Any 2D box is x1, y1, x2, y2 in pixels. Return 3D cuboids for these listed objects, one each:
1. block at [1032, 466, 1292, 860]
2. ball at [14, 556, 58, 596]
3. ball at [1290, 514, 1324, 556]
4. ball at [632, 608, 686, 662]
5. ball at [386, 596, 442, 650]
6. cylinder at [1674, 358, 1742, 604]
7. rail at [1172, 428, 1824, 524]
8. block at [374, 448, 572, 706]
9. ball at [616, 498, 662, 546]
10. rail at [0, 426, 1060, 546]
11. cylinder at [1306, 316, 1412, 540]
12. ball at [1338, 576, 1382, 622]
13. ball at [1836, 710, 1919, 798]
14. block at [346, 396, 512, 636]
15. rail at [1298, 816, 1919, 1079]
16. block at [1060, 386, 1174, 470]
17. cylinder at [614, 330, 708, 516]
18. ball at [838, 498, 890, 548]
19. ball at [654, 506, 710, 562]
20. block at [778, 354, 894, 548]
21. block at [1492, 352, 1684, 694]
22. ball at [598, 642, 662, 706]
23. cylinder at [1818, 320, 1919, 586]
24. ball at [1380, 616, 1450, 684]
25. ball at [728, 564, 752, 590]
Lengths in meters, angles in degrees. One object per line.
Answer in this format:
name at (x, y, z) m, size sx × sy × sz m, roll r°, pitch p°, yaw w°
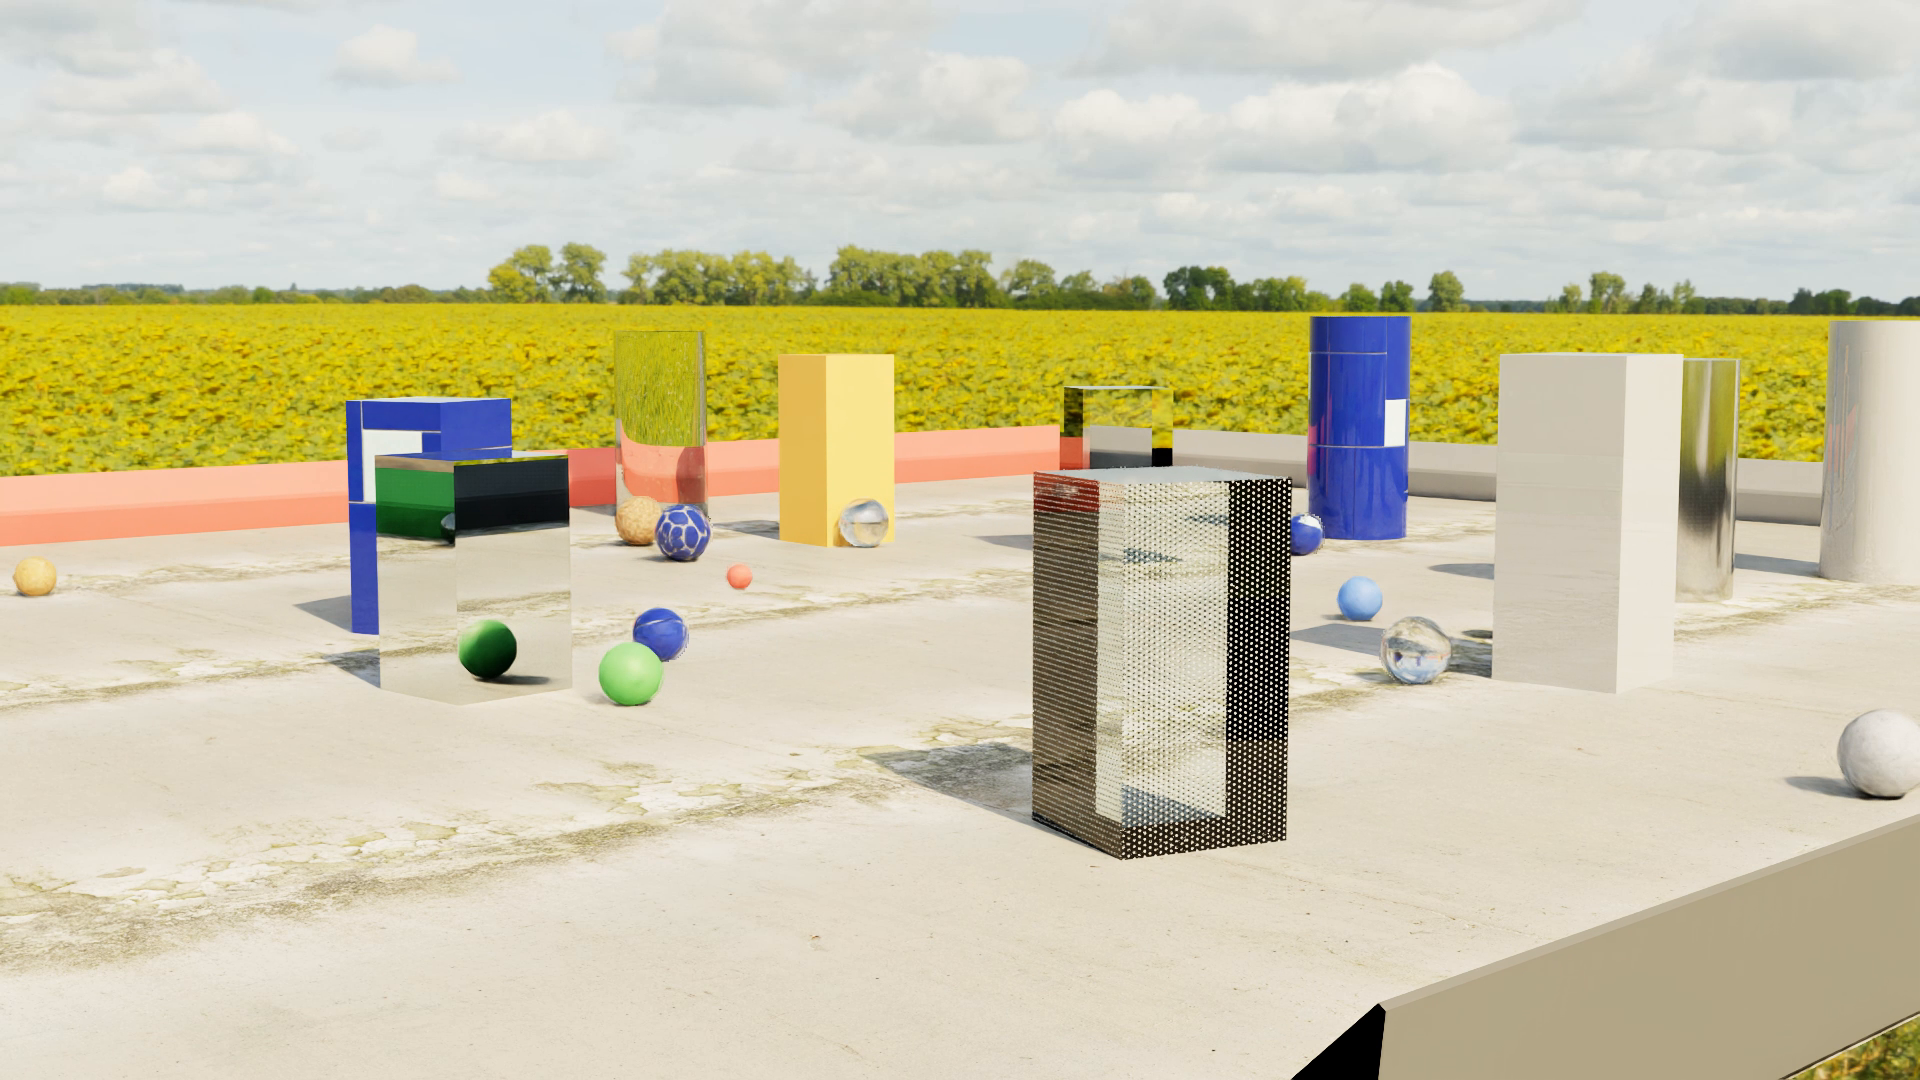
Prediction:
block at (0.169, 0.097, 1.877) m, size 0.159 × 0.306 × 0.159 m, roll -3°, pitch 7°, yaw -25°
ball at (-1.445, 0.057, 3.437) m, size 0.064 × 0.064 × 0.064 m, roll 0°, pitch 6°, yaw 0°
ball at (0.623, -0.009, 4.007) m, size 0.076 × 0.076 × 0.076 m, roll 0°, pitch 6°, yaw 0°
ball at (-0.383, 0.120, 2.798) m, size 0.070 × 0.070 × 0.070 m, roll 0°, pitch 6°, yaw 0°
ball at (-0.721, 0.109, 2.901) m, size 0.071 × 0.071 × 0.071 m, roll 0°, pitch 6°, yaw 0°
cylinder at (1.112, -0.098, 3.444) m, size 0.199 × 0.370 × 0.199 m, roll 0°, pitch 6°, yaw 0°
rail at (1.575, -0.117, 4.777) m, size 0.045 × 0.129 × 3.699 m, roll -5°, pitch 8°, yaw -42°
block at (-0.571, 0.038, 2.585) m, size 0.159 × 0.277 × 0.159 m, roll 5°, pitch 8°, yaw 42°
ball at (-0.610, -0.035, 4.186) m, size 0.091 × 0.091 × 0.091 m, roll 0°, pitch 6°, yaw 0°
rail at (-1.238, -0.105, 4.666) m, size 4.333 × 0.129 × 0.045 m, roll -5°, pitch 8°, yaw -42°
cylinder at (0.790, -0.225, 4.359) m, size 0.199 × 0.434 × 0.199 m, roll 0°, pitch 6°, yaw 0°
ball at (0.576, 0.085, 3.166) m, size 0.064 × 0.064 × 0.064 m, roll 0°, pitch 6°, yaw 0°
ball at (0.848, 0.196, 2.019) m, size 0.080 × 0.080 × 0.080 m, roll 0°, pitch 6°, yaw 0°
block at (-0.737, -0.035, 3.070) m, size 0.159 × 0.322 × 0.159 m, roll 3°, pitch 7°, yaw 24°
rail at (1.238, 0.173, 1.997) m, size 4.333 × 0.129 × 0.045 m, roll -5°, pitch 8°, yaw -42°
block at (0.283, -0.125, 4.013) m, size 0.159 × 0.306 × 0.159 m, roll -2°, pitch 6°, yaw -17°
cylinder at (-0.647, -0.251, 4.761) m, size 0.199 × 0.401 × 0.199 m, roll 0°, pitch 6°, yaw 0°
ball at (-0.181, -0.033, 4.149) m, size 0.095 × 0.095 × 0.095 m, roll 0°, pitch 6°, yaw 0°
ball at (-0.495, -0.012, 3.922) m, size 0.100 × 0.100 × 0.100 m, roll 0°, pitch 6°, yaw 0°
block at (-0.239, -0.177, 4.251) m, size 0.159 × 0.361 × 0.159 m, roll -5°, pitch 8°, yaw -39°
block at (0.757, -0.027, 2.657) m, size 0.159 × 0.393 × 0.159 m, roll 5°, pitch 8°, yaw 41°
ball at (-0.373, 0.151, 2.491) m, size 0.072 × 0.072 × 0.072 m, roll 0°, pitch 6°, yaw 0°
cylinder at (1.544, -0.150, 3.660) m, size 0.199 × 0.428 × 0.199 m, roll 0°, pitch 6°, yaw 0°
ball at (0.545, 0.132, 2.629) m, size 0.082 × 0.082 × 0.082 m, roll 0°, pitch 6°, yaw 0°
ball at (-0.354, 0.059, 3.531) m, size 0.040 × 0.040 × 0.040 m, roll 0°, pitch 6°, yaw 0°
